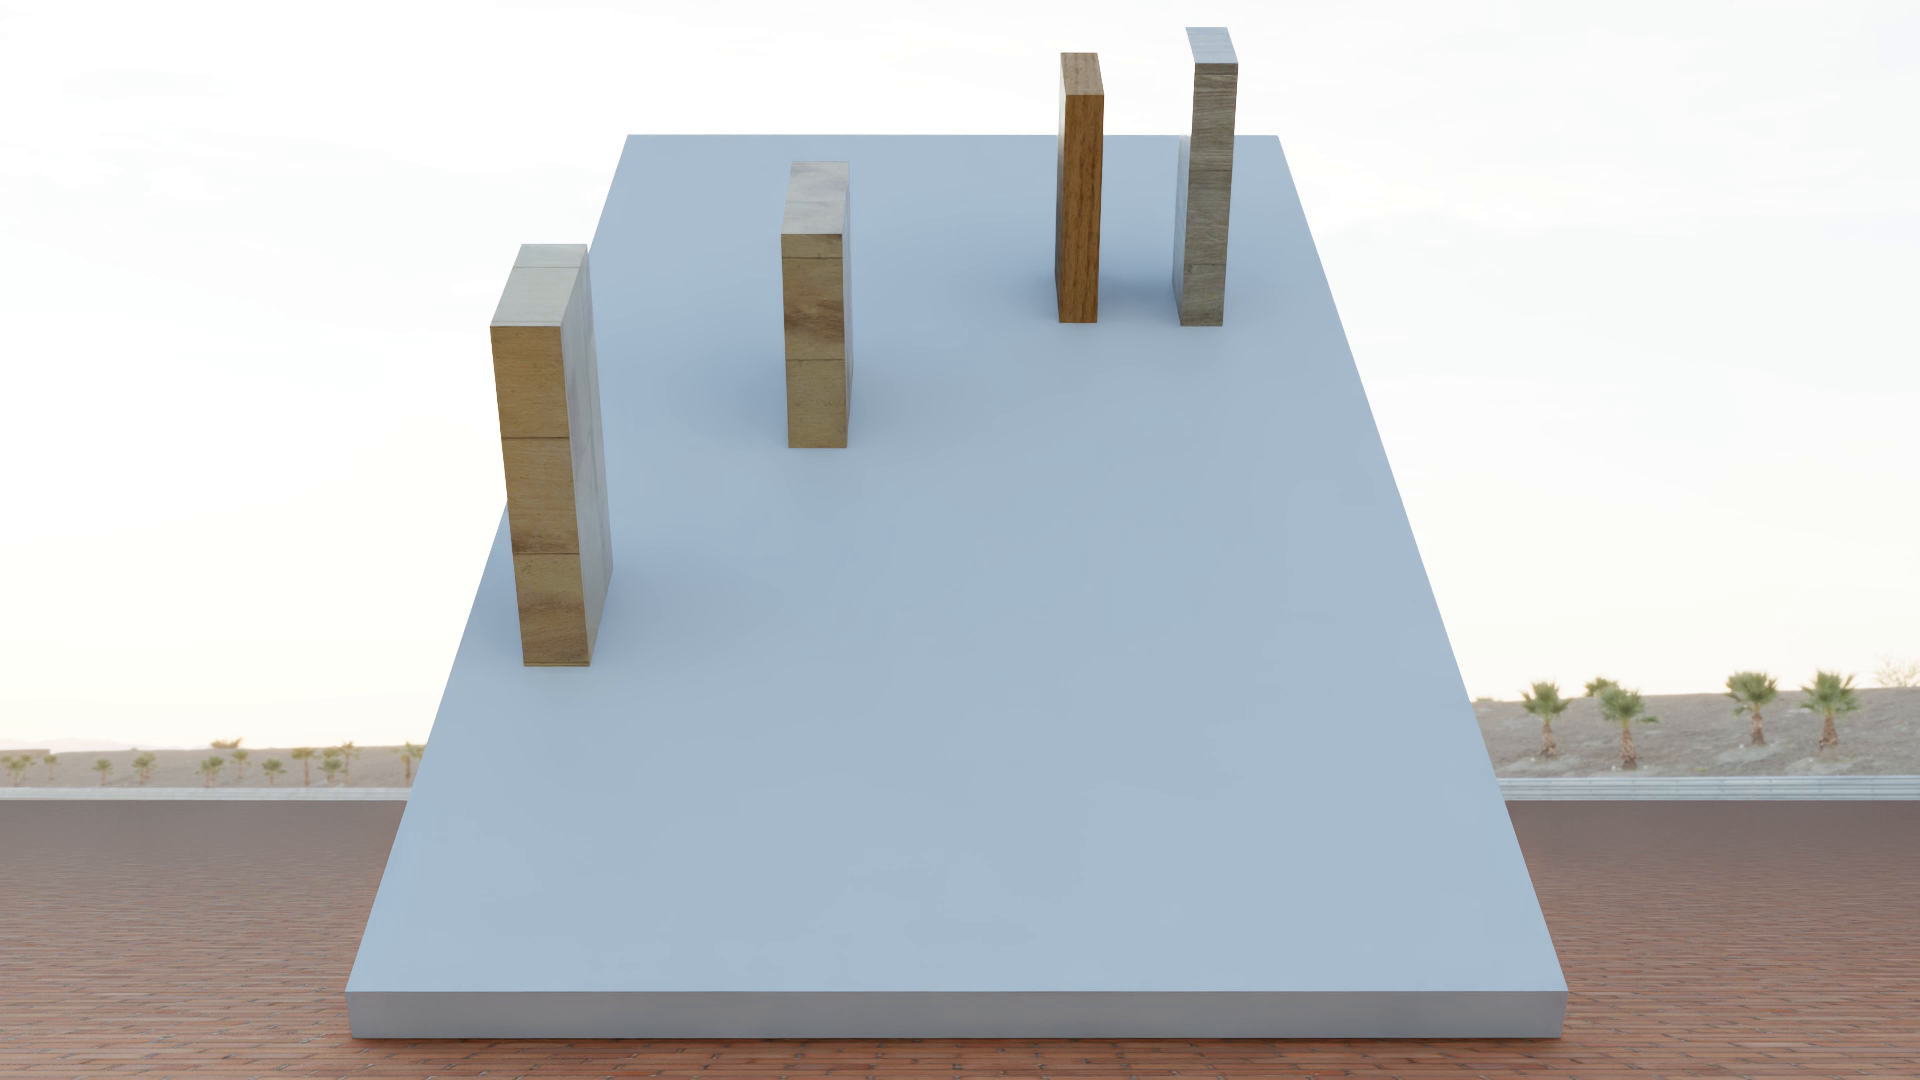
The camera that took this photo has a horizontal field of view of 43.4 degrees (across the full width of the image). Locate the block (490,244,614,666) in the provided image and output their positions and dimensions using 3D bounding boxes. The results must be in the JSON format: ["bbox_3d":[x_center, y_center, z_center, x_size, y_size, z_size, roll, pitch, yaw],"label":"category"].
[{"bbox_3d":[-0.800,-0.167,4.773,0.130,0.741,0.390,0,30,0],"label":"block"}]

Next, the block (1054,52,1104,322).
[{"bbox_3d":[0.305,-0.906,6.202,0.097,0.612,0.327,0,30,0],"label":"block"}]

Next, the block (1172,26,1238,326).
[{"bbox_3d":[0.621,-0.923,6.145,0.107,0.700,0.283,0,30,0],"label":"block"}]

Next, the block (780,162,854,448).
[{"bbox_3d":[-0.331,-0.556,5.665,0.136,0.534,0.444,0,30,0],"label":"block"}]

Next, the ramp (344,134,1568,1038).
[{"bbox_3d":[-0.013,-0.212,5.703,2.000,0.100,4.000,0,30,0],"label":"ramp"}]
